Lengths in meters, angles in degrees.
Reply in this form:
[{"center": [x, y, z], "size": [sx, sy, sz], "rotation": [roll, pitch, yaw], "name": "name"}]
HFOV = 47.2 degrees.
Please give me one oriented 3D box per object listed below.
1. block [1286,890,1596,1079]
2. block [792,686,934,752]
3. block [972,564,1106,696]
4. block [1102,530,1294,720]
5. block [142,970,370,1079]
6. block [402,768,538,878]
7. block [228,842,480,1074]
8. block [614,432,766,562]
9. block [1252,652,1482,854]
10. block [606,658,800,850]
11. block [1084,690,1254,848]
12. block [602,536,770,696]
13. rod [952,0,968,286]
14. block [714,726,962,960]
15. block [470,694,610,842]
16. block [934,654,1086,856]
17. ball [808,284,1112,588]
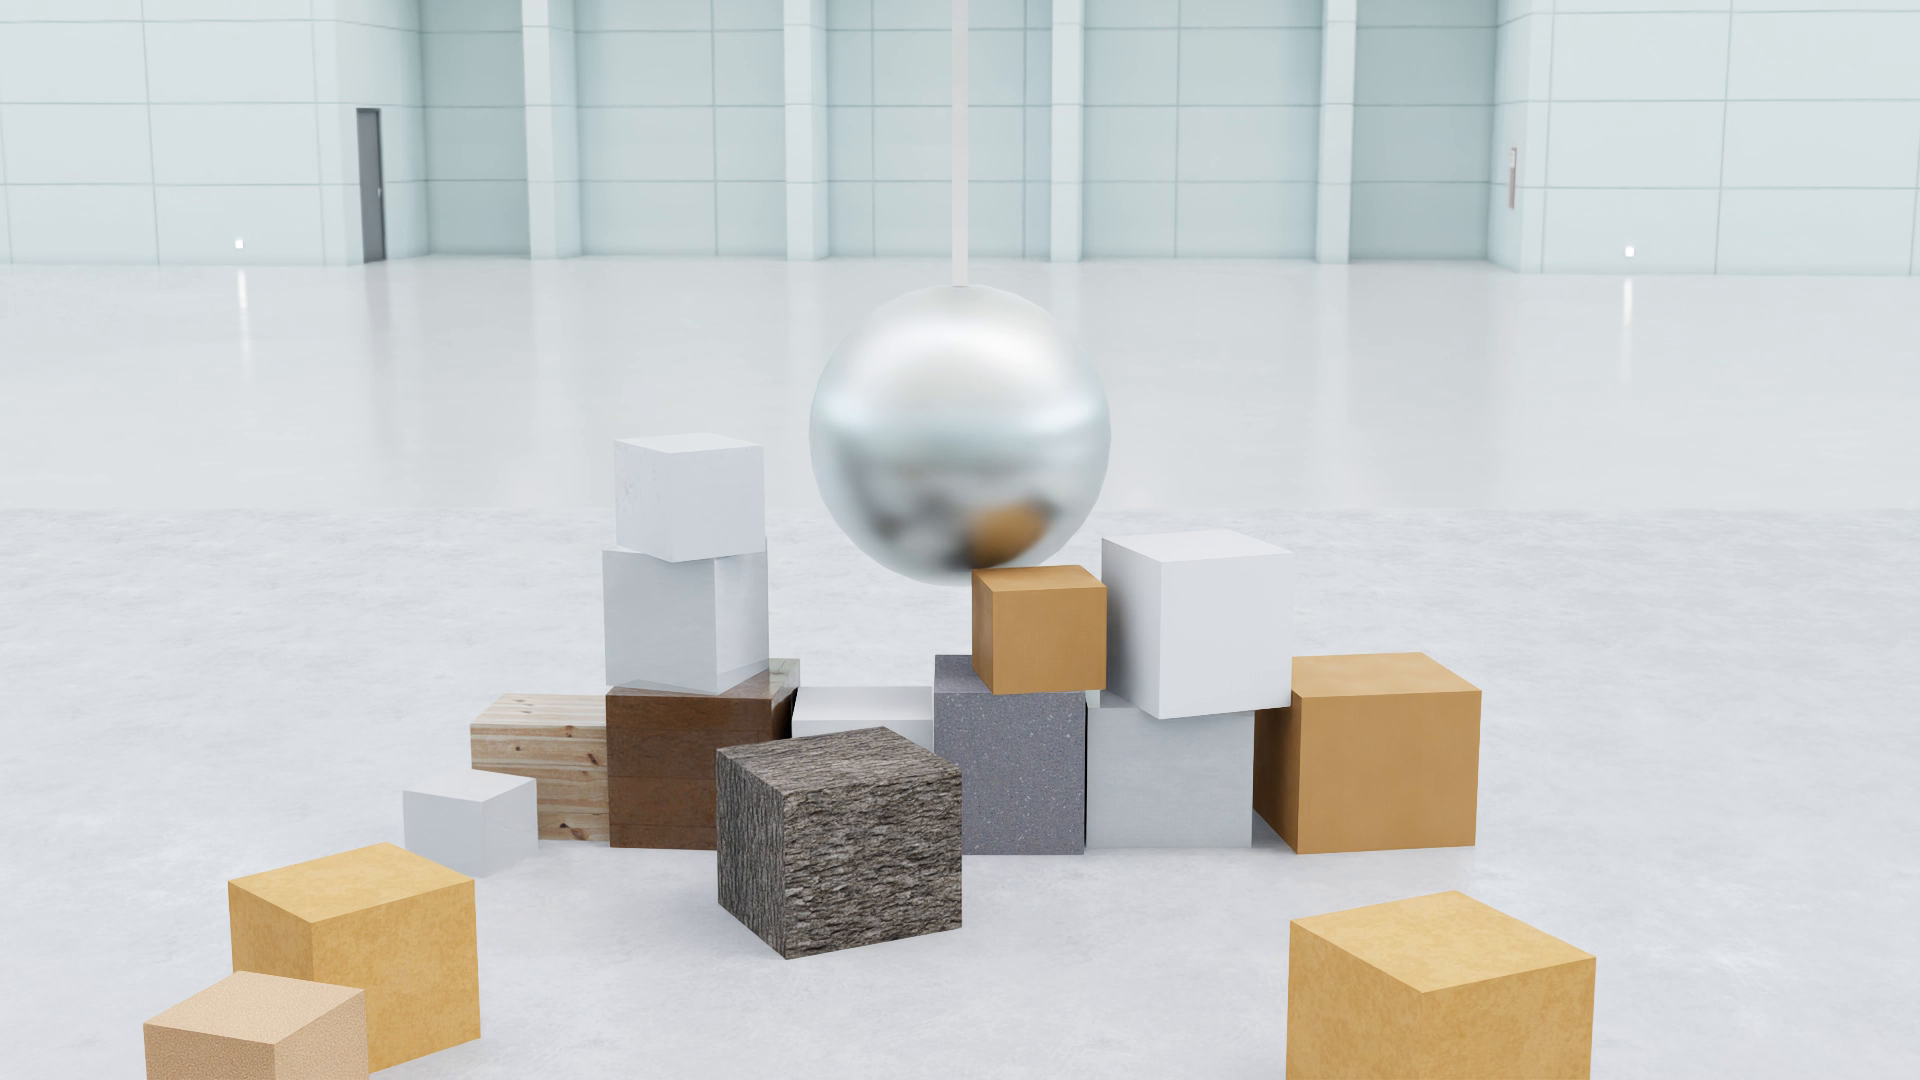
[{"center": [1.740, 1.765, 8.033], "size": [0.764, 0.653, 0.787], "rotation": [-5, 11, -26], "name": "block"}, {"center": [-0.494, 1.158, 11.369], "size": [0.704, 0.653, 0.683], "rotation": [0, 10, -1], "name": "block"}, {"center": [0.390, 0.443, 11.039], "size": [0.567, 0.517, 0.567], "rotation": [-2, 11, -10], "name": "block"}, {"center": [1.186, 0.408, 11.101], "size": [0.723, 0.780, 0.712], "rotation": [-4, 11, -20], "name": "block"}, {"center": [-2.437, 1.884, 7.661], "size": [0.532, 0.552, 0.511], "rotation": [4, 11, 19], "name": "block"}, {"center": [-2.412, 1.389, 10.851], "size": [0.475, 0.384, 0.437], "rotation": [5, 11, 24], "name": "block"}, {"center": [-2.379, 1.651, 8.650], "size": [0.697, 0.656, 0.662], "rotation": [-10, 14, -44], "name": "block"}, {"center": [-1.355, -0.223, 11.004], "size": [0.522, 0.534, 0.600], "rotation": [-7, 13, -34], "name": "block"}, {"center": [2.074, 1.083, 11.359], "size": [0.928, 0.805, 0.851], "rotation": [-2, 10, -9], "name": "block"}, {"center": [-1.305, 1.088, 11.374], "size": [0.835, 0.789, 0.862], "rotation": [1, 10, 5], "name": "block"}, {"center": [1.048, 1.119, 11.391], "size": [0.829, 0.723, 0.800], "rotation": [0, 10, 0], "name": "block"}, {"center": [-1.393, 0.358, 11.242], "size": [0.619, 0.695, 0.632], "rotation": [4, 11, 19], "name": "block"}, {"center": [0.000, -3.830, 10.712], "size": [0.080, 5.200, 0.080], "rotation": [0, 15, 0], "name": "rod"}, {"center": [-0.560, 1.356, 10.023], "size": [0.859, 0.746, 0.815], "rotation": [-5, 12, -27], "name": "block"}, {"center": [-2.098, 1.173, 11.433], "size": [0.706, 0.602, 0.615], "rotation": [1, 10, 5], "name": "block"}, {"center": [0.242, 1.086, 11.273], "size": [0.746, 0.831, 0.822], "rotation": [0, 10, 0], "name": "block"}, {"center": [0.000, -0.549, 11.606], "size": [1.600, 1.600, 1.600], "rotation": [0, 10, 0], "name": "ball"}]
